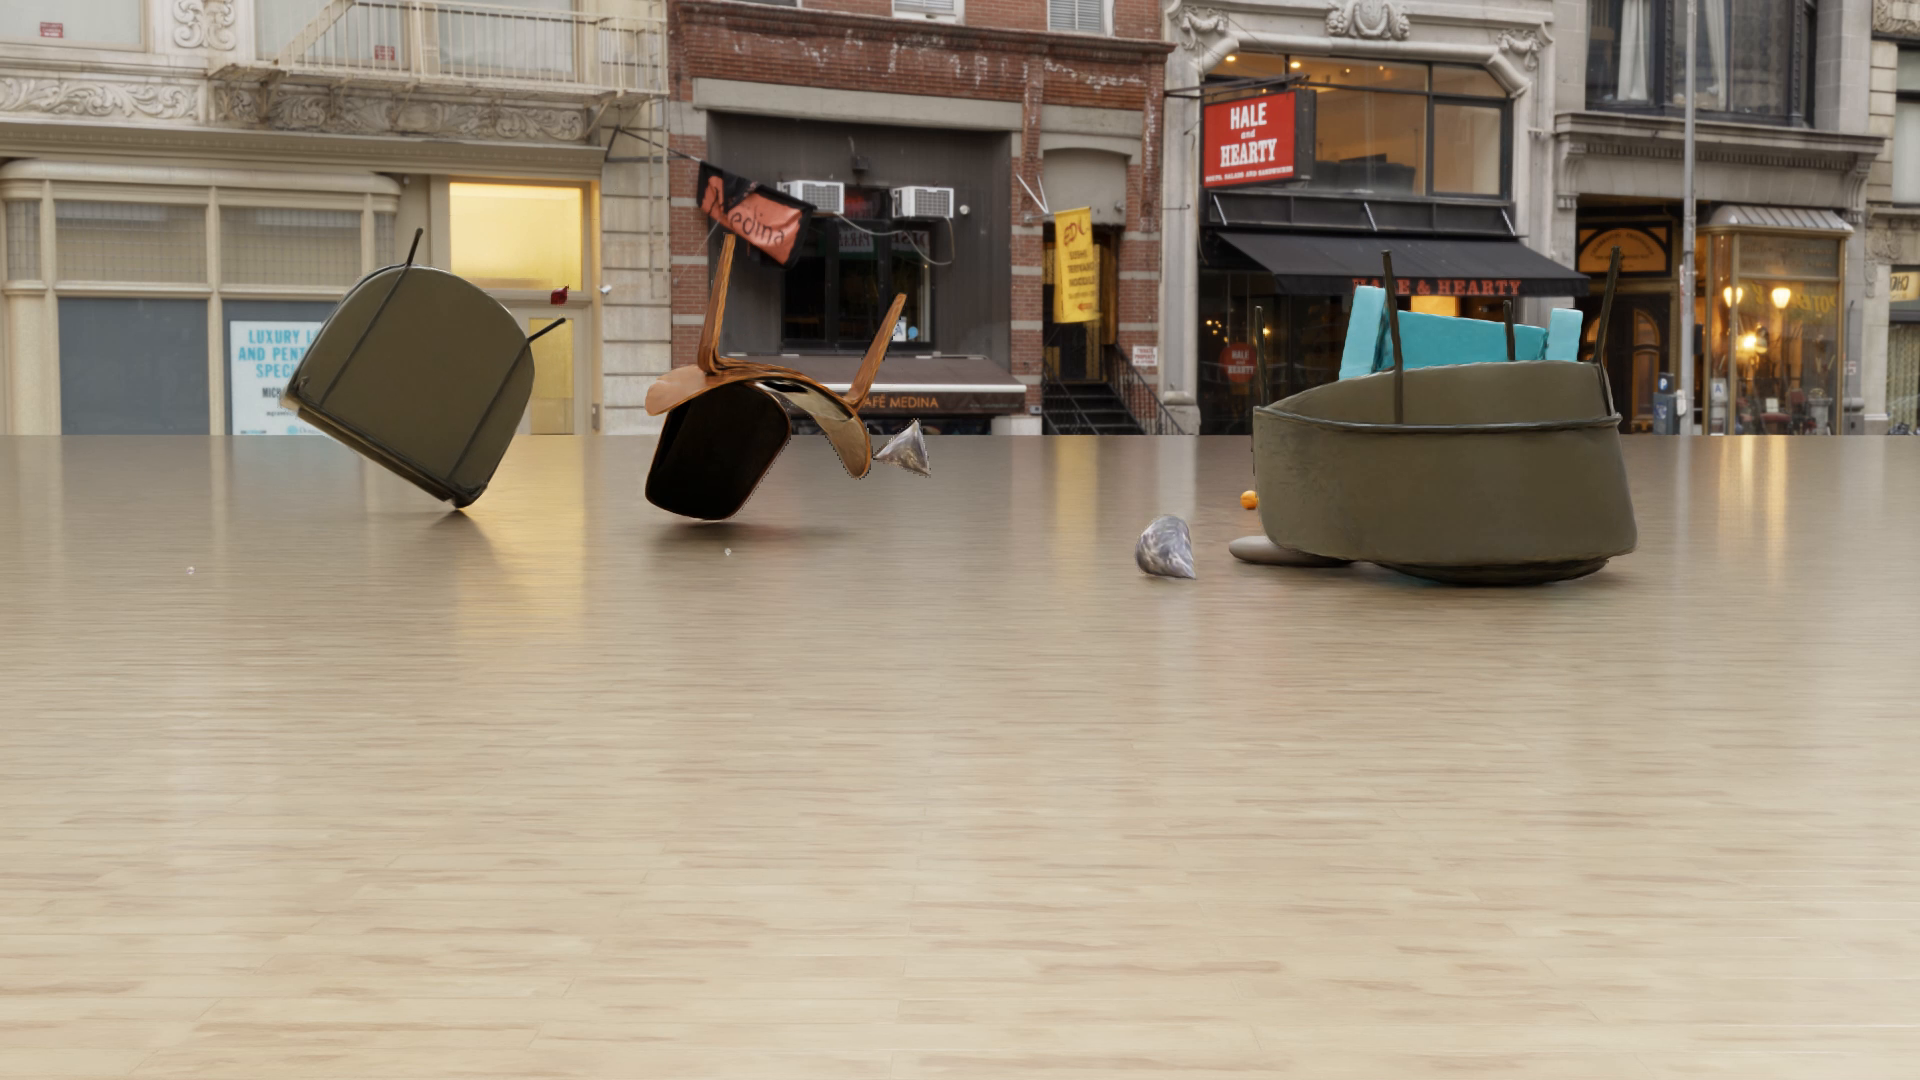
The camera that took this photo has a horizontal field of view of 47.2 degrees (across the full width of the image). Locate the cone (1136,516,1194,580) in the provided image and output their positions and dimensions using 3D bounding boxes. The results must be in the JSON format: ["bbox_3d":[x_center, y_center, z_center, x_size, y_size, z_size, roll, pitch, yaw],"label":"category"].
[{"bbox_3d":[0.513,0.053,5.163,0.133,0.157,0.185,18,18,-27],"label":"cone"}]

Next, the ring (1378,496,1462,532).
[{"bbox_3d":[1.447,-0.080,6.917,0.264,0.092,0.272,10,1,15],"label":"ring"}]

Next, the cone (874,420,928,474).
[{"bbox_3d":[-0.191,-0.270,6.799,0.154,0.168,0.197,-12,32,2],"label":"cone"}]

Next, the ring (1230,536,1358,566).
[{"bbox_3d":[0.861,0.029,5.688,0.352,0.060,0.218,4,7,33],"label":"ring"}]
